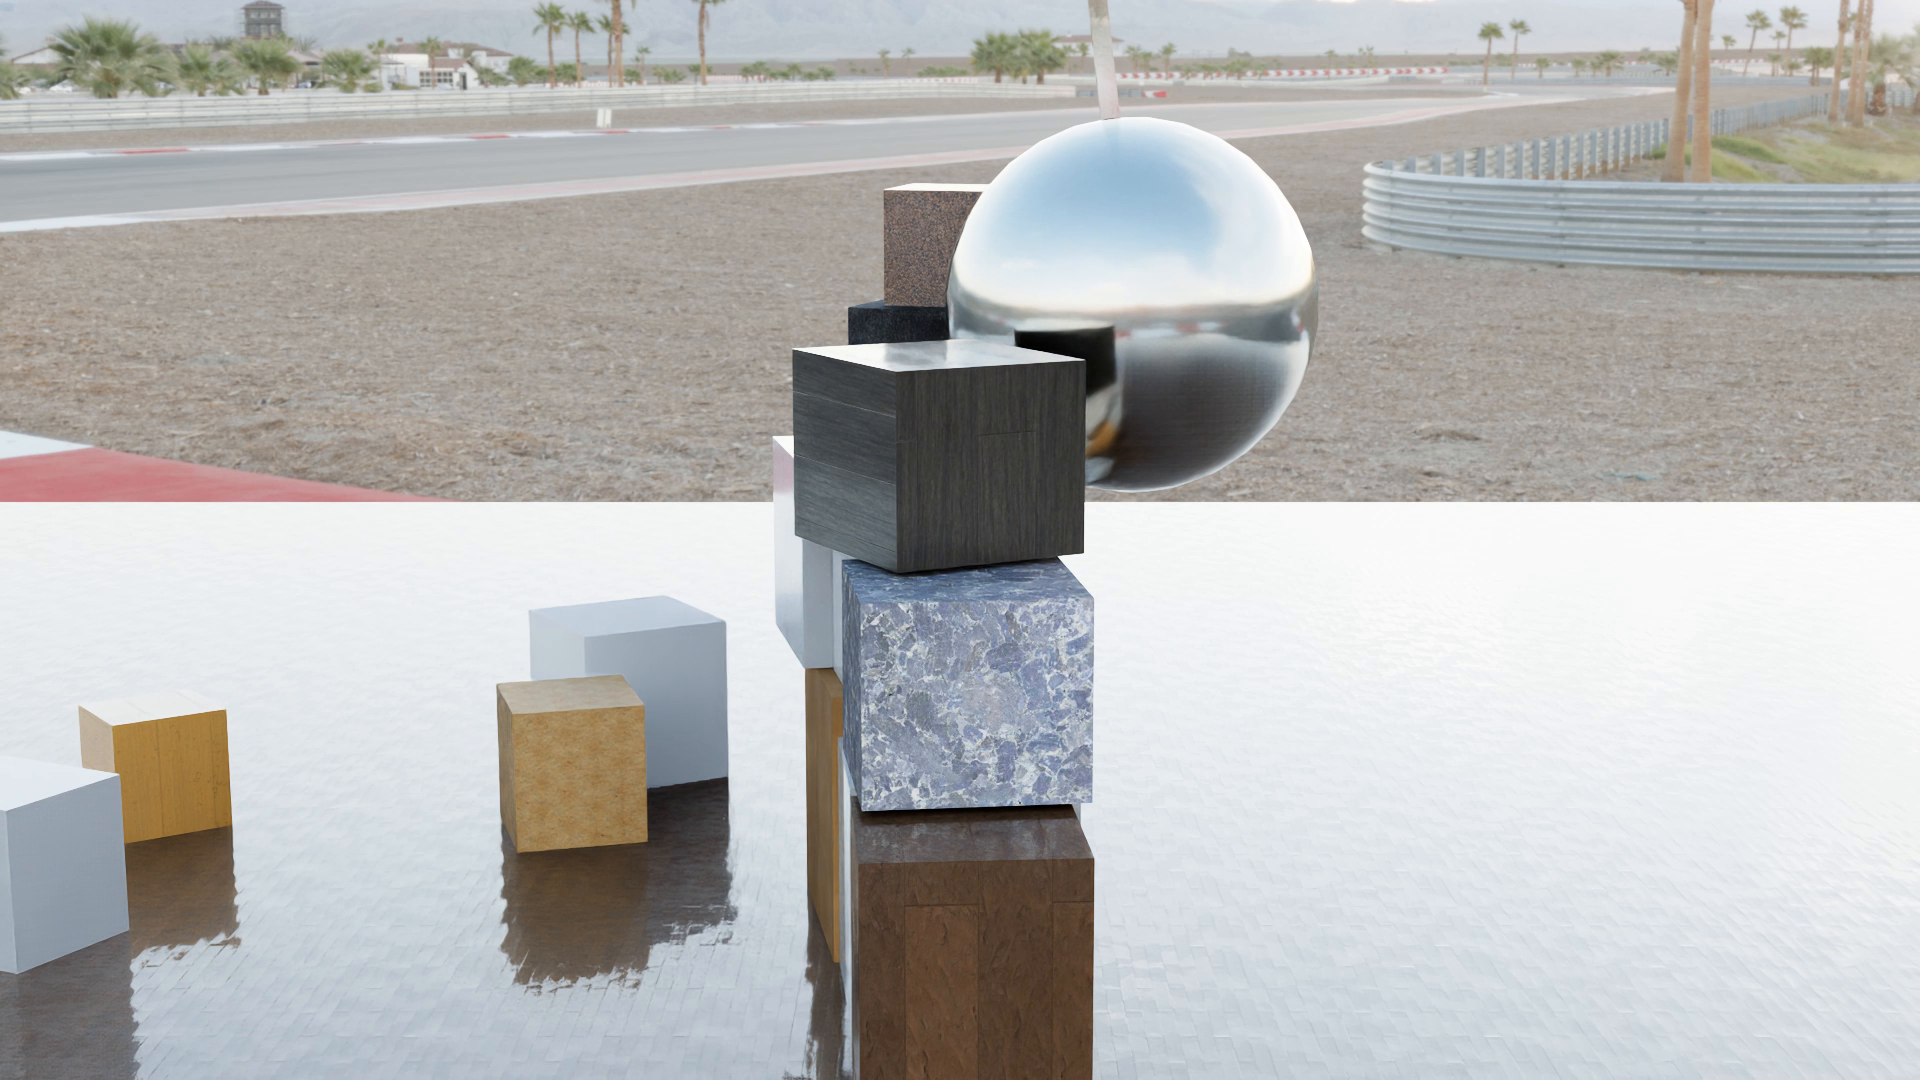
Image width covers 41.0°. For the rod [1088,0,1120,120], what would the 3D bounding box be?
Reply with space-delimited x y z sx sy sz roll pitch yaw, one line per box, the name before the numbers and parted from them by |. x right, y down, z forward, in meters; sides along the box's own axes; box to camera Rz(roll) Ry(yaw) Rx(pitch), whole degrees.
rod | 0.318 -4.324 10.394 0.080 5.200 0.080 -7 10 1

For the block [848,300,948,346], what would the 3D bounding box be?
block | -0.046 -0.828 12.337 0.736 0.624 0.736 5 12 22

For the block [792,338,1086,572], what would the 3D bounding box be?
block | -0.091 -0.347 9.879 0.801 0.739 0.886 -6 12 -28

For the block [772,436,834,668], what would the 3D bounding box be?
block | -0.268 0.019 11.009 0.949 0.840 0.976 -2 9 -11

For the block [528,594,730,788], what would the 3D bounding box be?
block | -1.687 0.776 13.054 0.759 0.804 0.758 -6 12 -29

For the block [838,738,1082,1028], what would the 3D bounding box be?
block | -0.017 1.292 9.862 0.855 0.930 0.744 -1 10 -6

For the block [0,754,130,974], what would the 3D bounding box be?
block | -3.886 1.311 10.488 0.671 0.668 0.599 5 12 27

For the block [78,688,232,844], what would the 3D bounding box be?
block | -3.808 1.063 12.140 0.536 0.565 0.501 -7 13 -35

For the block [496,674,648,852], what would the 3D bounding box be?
block | -1.826 1.038 12.038 0.600 0.650 0.637 -3 11 -17

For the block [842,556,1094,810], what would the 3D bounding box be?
block | 0.012 0.508 9.482 0.828 0.748 0.843 -1 10 -7

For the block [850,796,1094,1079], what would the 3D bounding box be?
block | 0.026 1.447 9.084 0.795 0.903 0.819 -1 10 -4

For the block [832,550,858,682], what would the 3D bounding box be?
block | -0.099 0.278 10.226 0.727 0.614 0.673 -2 10 -11

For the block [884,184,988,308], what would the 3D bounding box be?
block | -0.015 -1.414 12.283 0.579 0.546 0.520 3 11 14

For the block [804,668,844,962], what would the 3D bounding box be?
block | -0.143 1.051 10.735 0.900 1.091 1.029 -2 10 -9

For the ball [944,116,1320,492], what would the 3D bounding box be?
ball | 0.734 -1.004 10.998 1.600 1.600 1.600 0 10 0
